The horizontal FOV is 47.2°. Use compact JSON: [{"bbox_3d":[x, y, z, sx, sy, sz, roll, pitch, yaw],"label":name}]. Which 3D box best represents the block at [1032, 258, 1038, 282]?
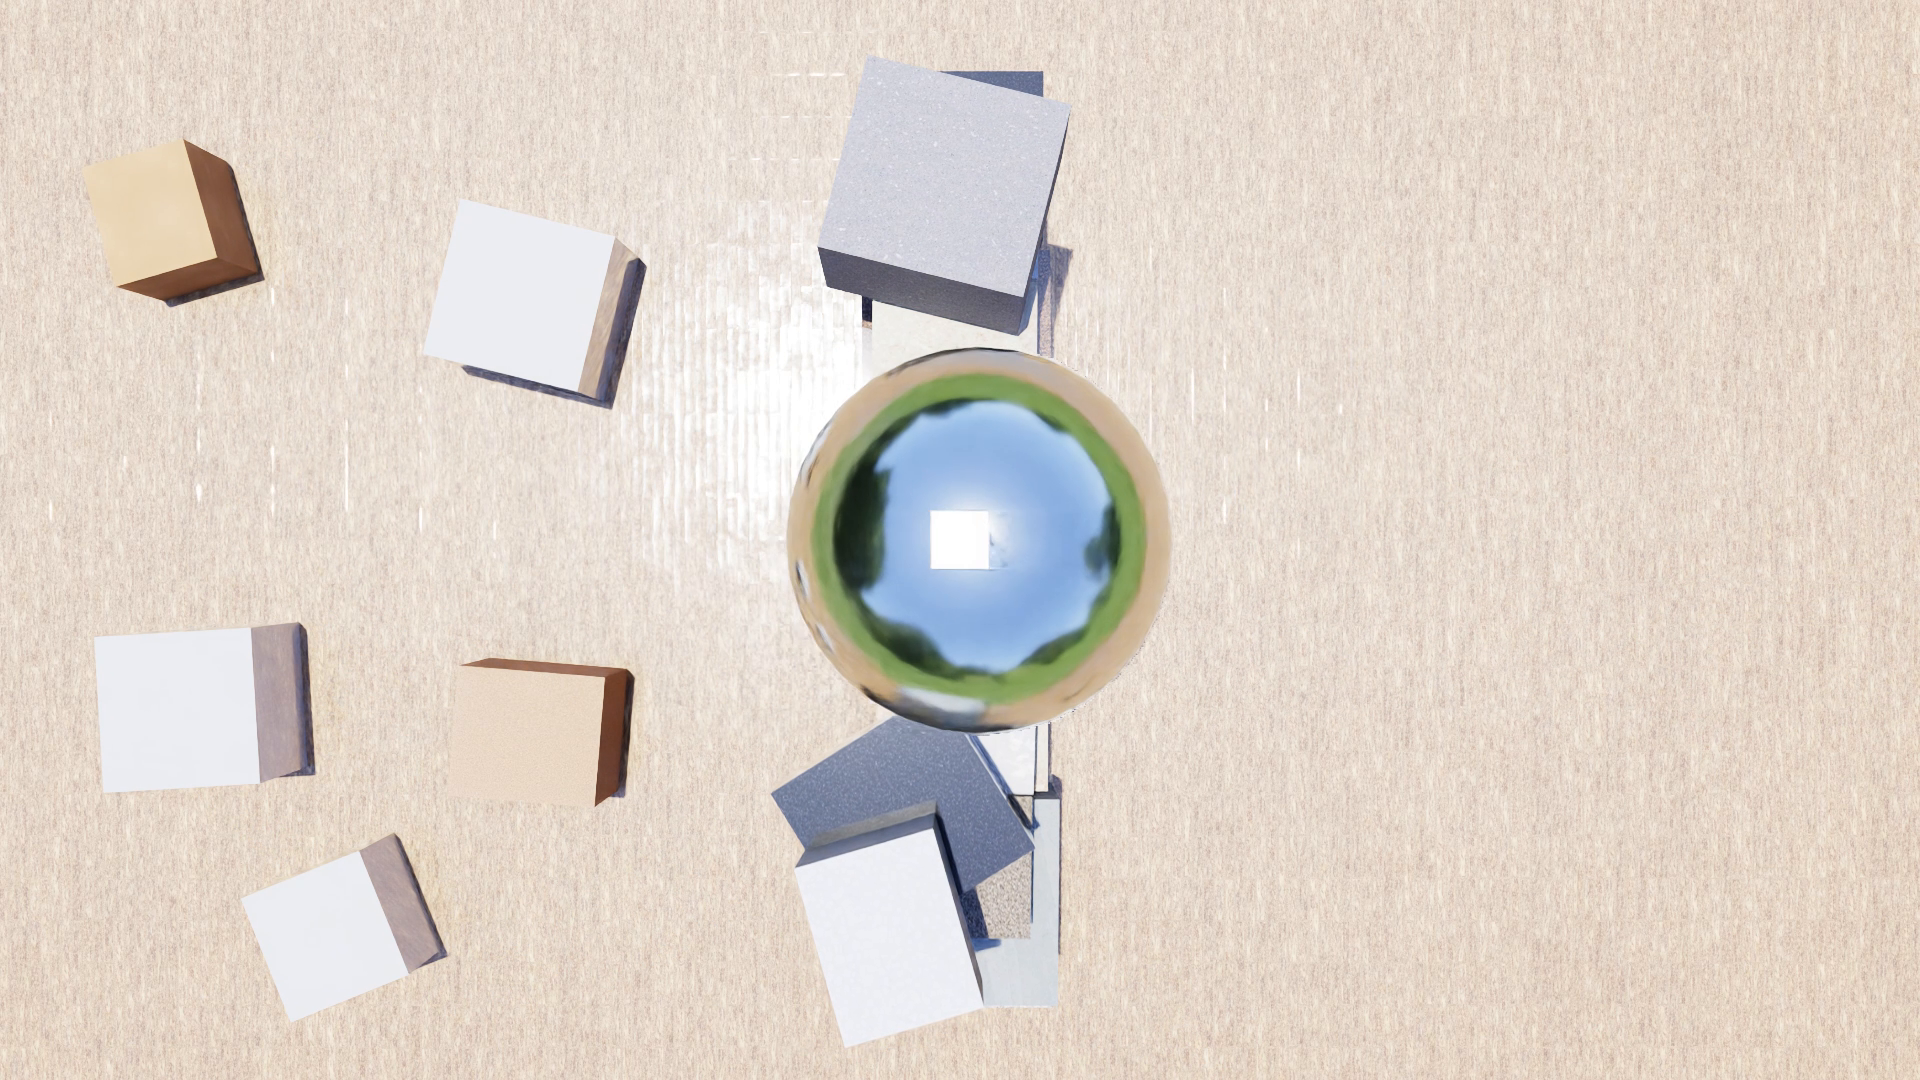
[{"bbox_3d":[-0.017,-1.600,10.805,0.778,0.820,0.813,1,84,0],"label":"block"}]

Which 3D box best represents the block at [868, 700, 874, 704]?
[{"bbox_3d":[-0.009,0.434,12.554,0.989,0.891,0.938,0,90,0],"label":"block"}]

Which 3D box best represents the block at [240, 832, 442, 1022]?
[{"bbox_3d":[-3.533,2.206,12.616,0.708,0.769,0.743,-22,90,0],"label":"block"}]

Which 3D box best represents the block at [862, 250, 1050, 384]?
[{"bbox_3d":[-0.019,-1.025,11.698,0.962,0.988,0.897,0,90,0],"label":"block"}]

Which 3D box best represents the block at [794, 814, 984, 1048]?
[{"bbox_3d":[-0.292,1.644,9.364,0.594,0.657,0.763,-16,89,0],"label":"block"}]

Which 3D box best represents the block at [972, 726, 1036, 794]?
[{"bbox_3d":[0.018,0.862,10.923,0.687,0.783,0.697,1,90,0],"label":"block"}]

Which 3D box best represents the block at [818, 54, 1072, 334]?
[{"bbox_3d":[-0.068,-1.550,9.993,0.924,0.782,0.889,14,84,1],"label":"block"}]

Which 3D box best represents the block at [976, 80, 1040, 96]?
[{"bbox_3d":[0.018,-1.920,11.618,0.775,0.720,0.861,0,90,0],"label":"block"}]

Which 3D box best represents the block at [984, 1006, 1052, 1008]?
[{"bbox_3d":[0.015,2.116,12.505,0.972,0.989,0.877,0,90,0],"label":"block"}]

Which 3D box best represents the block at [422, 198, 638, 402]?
[{"bbox_3d":[-2.426,-1.347,12.546,0.875,0.907,0.878,14,90,0],"label":"block"}]

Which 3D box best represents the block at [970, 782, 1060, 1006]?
[{"bbox_3d":[-0.003,1.828,11.527,0.996,0.960,1.034,1,89,0],"label":"block"}]

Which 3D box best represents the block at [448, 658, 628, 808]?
[{"bbox_3d":[-2.401,1.088,12.586,0.816,0.828,0.723,5,90,0],"label":"block"}]

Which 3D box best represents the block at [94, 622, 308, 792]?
[{"bbox_3d":[-4.312,0.938,12.556,0.863,0.889,0.859,-3,90,0],"label":"block"}]

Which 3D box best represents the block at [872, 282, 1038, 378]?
[{"bbox_3d":[-0.026,-0.776,10.766,0.779,0.779,0.812,0,83,0],"label":"block"}]

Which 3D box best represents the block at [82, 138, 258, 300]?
[{"bbox_3d":[-4.524,-1.826,12.634,0.591,0.731,0.689,-16,90,0],"label":"block"}]

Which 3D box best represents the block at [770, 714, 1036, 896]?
[{"bbox_3d":[-0.251,1.247,10.070,0.866,0.735,0.827,-32,89,-1],"label":"block"}]

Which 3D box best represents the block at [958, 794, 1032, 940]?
[{"bbox_3d":[-0.005,1.556,10.742,0.685,0.623,0.675,1,89,0],"label":"block"}]

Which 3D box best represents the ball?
[{"bbox_3d":[0.078,0.000,9.091,1.600,1.600,1.600,0,90,0],"label":"ball"}]

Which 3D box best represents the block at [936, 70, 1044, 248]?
[{"bbox_3d":[-0.012,-2.101,12.489,0.936,1.022,0.908,0,90,0],"label":"block"}]

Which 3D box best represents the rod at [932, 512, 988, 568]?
[{"bbox_3d":[0.034,0.000,5.692,0.080,5.200,0.080,0,90,1],"label":"rod"}]

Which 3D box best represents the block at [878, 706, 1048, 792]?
[{"bbox_3d":[0.015,0.849,11.711,0.872,0.795,0.890,0,90,0],"label":"block"}]
